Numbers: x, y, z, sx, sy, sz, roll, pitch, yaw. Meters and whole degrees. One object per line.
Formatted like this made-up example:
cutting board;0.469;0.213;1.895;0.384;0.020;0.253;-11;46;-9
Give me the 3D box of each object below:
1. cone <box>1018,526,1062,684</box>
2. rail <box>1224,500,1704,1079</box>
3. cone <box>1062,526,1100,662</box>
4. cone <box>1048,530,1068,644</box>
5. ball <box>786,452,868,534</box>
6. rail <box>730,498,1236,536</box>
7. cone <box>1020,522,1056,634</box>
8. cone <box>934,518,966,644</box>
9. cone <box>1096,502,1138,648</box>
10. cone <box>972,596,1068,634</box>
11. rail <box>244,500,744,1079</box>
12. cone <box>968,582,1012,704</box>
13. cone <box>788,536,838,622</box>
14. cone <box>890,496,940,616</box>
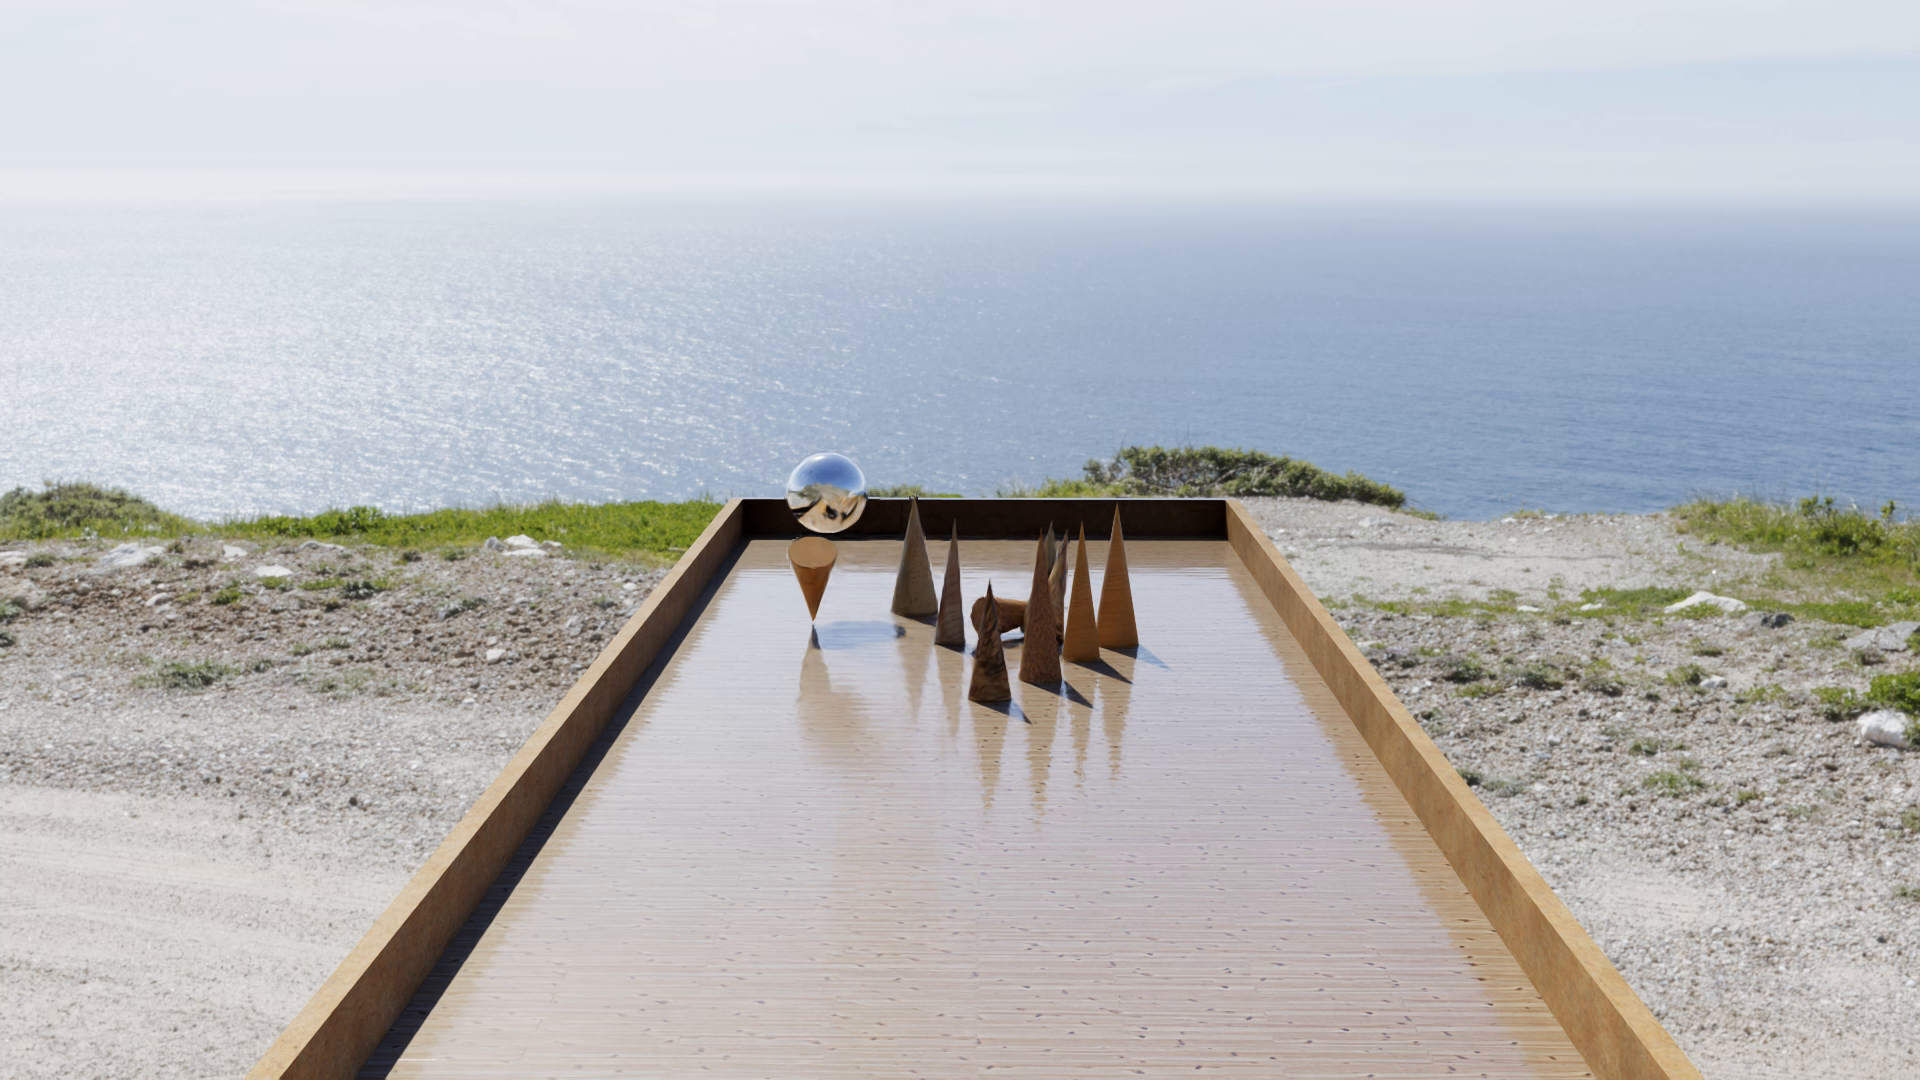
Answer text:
cone;0.235;0.182;6.410;0.129;0.454;0.129;0;9;0
rail;1.046;0.843;3.208;0.050;0.150;12.000;0;9;1
cone;0.370;0.149;6.694;0.119;0.430;0.119;0;9;0
cone;0.305;0.134;6.941;0.113;0.386;0.113;11;-23;5
ball;-0.449;-0.159;7.446;0.274;0.274;0.274;0;9;0
rail;0.099;-0.098;9.147;2.100;0.150;0.050;0;9;1
cone;0.278;0.117;7.028;0.145;0.371;0.145;5;1;0
cone;-0.025;0.124;6.931;0.101;0.401;0.101;2;8;0
cone;0.492;0.102;6.911;0.148;0.455;0.148;0;9;0
cone;0.228;0.235;7.159;0.135;0.135;0.433;8;8;40
rail;-1.004;0.839;3.234;0.050;0.150;12.000;0;9;1
cone;0.083;0.275;6.168;0.127;0.346;0.127;0;9;0
cone;-0.479;0.156;7.185;0.160;0.304;0.160;2;39;-1
cone;-0.154;0.043;7.445;0.169;0.404;0.169;0;9;0
